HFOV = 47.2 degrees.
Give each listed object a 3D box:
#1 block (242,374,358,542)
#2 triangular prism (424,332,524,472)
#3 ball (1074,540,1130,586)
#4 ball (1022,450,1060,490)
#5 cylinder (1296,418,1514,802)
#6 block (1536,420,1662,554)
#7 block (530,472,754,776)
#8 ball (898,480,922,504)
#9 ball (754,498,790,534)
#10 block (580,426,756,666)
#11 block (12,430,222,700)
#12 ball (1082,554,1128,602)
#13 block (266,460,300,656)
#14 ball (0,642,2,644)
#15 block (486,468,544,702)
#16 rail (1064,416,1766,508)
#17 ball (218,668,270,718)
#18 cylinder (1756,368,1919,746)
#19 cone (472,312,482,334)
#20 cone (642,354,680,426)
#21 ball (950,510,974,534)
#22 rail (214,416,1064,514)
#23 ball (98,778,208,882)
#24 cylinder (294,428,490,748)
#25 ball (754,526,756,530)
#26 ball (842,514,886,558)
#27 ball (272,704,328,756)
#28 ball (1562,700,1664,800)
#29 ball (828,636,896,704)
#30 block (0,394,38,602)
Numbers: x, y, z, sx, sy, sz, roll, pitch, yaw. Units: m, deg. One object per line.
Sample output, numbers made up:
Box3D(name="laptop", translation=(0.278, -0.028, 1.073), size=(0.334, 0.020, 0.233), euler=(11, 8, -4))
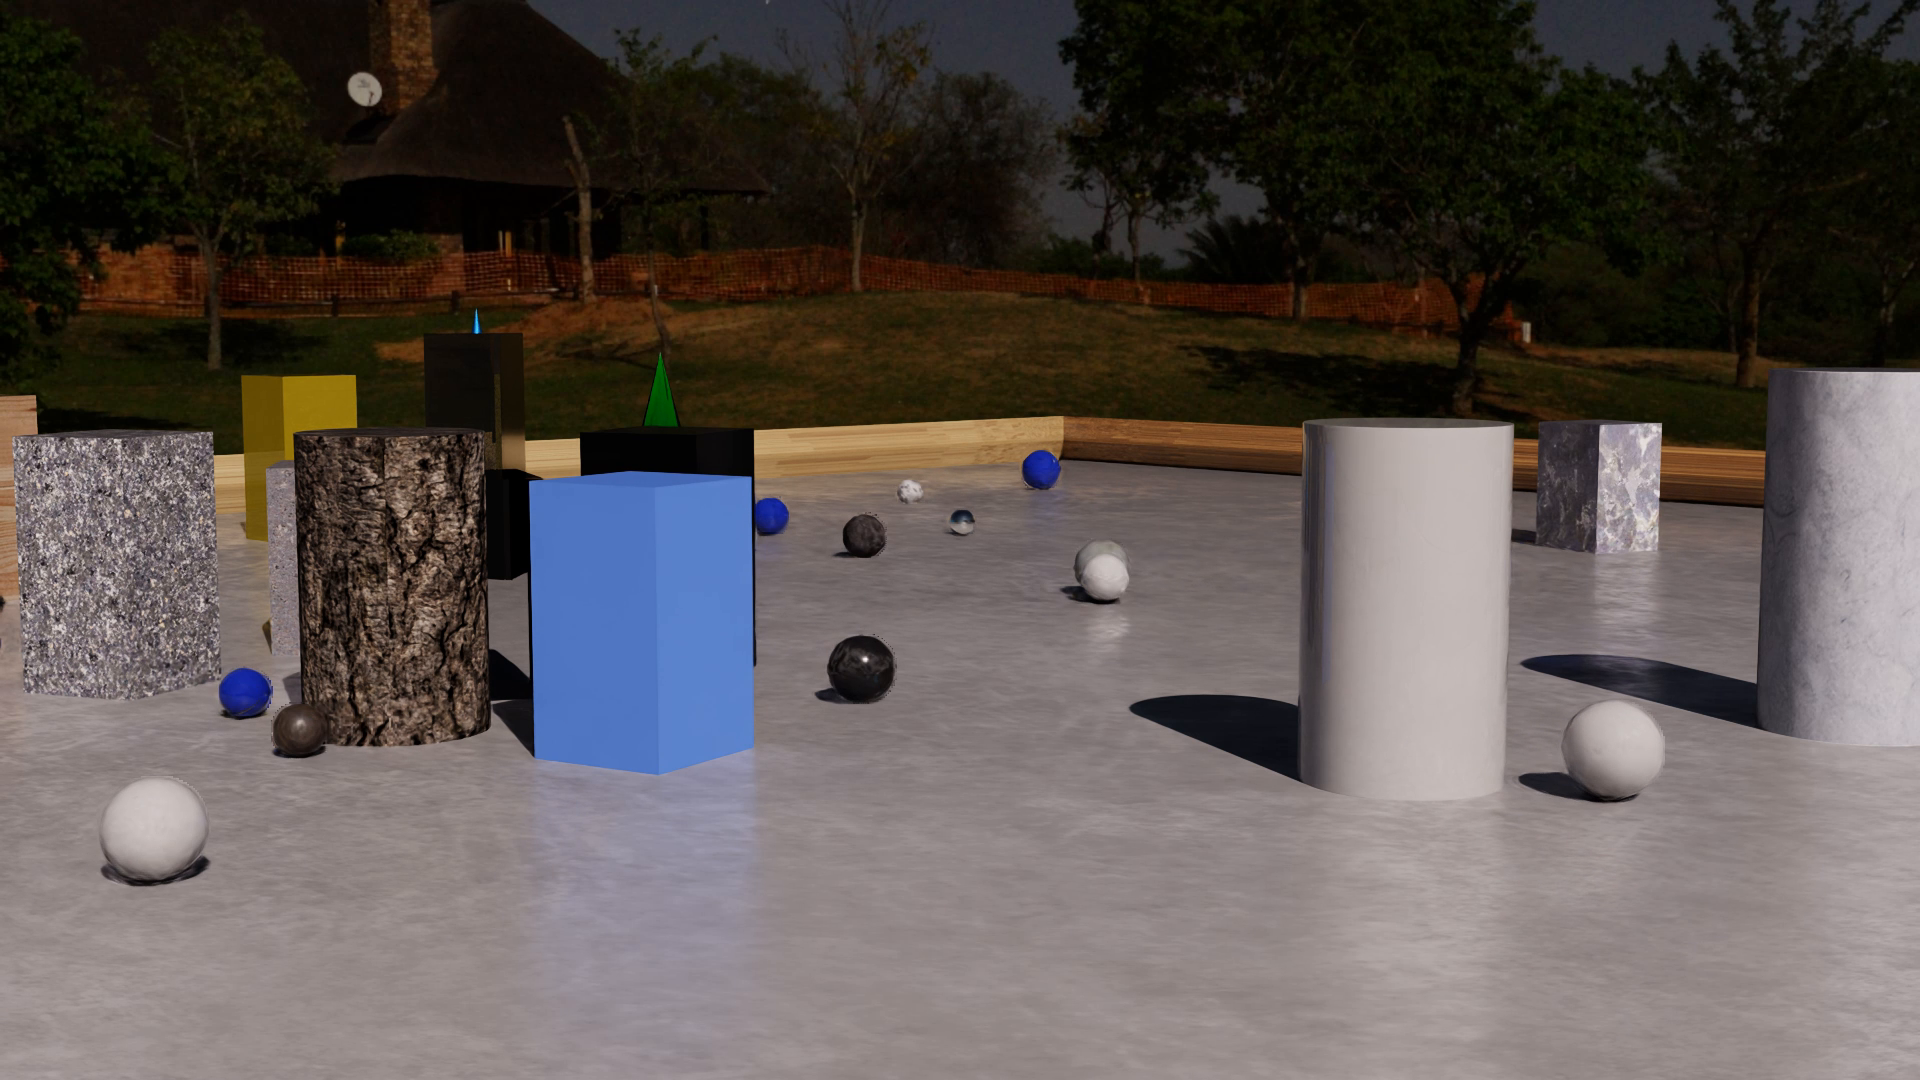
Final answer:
Box3D(name="block", translation=(-1.280, -0.161, 4.270), size=(0.156, 0.318, 0.156), euler=(6, 8, 43))
Box3D(name="triangular prism", translation=(-0.799, -0.151, 3.763), size=(0.168, 0.404, 0.146), euler=(4, 7, 32))
Box3D(name="ball", translation=(0.222, 0.043, 3.432), size=(0.088, 0.088, 0.088), euler=(0, 6, 0))
Box3D(name="ball", translation=(0.201, -0.174, 5.456), size=(0.097, 0.097, 0.097), euler=(0, 6, 0))
Box3D(name="cylinder", translation=(0.419, 0.059, 2.077), size=(0.194, 0.339, 0.194), euler=(0, 6, 0))
Box3D(name="block", translation=(1.193, -0.103, 4.111), size=(0.156, 0.235, 0.156), euler=(-3, 7, -29))
Box3D(name="block", translation=(-0.316, 0.077, 2.201), size=(0.156, 0.277, 0.156), euler=(4, 7, 30))
Box3D(name="ball", translation=(-0.115, -0.110, 5.033), size=(0.058, 0.058, 0.058), euler=(0, 6, 0))
Box3D(name="ball", translation=(-0.376, -0.048, 4.358), size=(0.074, 0.074, 0.074), euler=(0, 6, 0))
Box3D(name="block", translation=(-0.355, 0.014, 2.695), size=(0.156, 0.298, 0.156), euler=(2, 6, 20))
Box3D(name="block", translation=(-0.991, 0.024, 2.594), size=(0.156, 0.299, 0.156), euler=(2, 6, 20))
Box3D(name="ball", translation=(0.221, 0.058, 3.350), size=(0.073, 0.073, 0.073), euler=(0, 6, 0))
Box3D(name="block", translation=(-0.824, 0.020, 2.912), size=(0.156, 0.242, 0.156), euler=(-1, 6, -10))
Box3D(name="ball", translation=(-1.231, 0.130, 2.752), size=(0.056, 0.056, 0.056), euler=(0, 6, 0))
Box3D(name="block", translation=(-0.577, 0.051, 2.561), size=(0.156, 0.253, 0.156), euler=(-2, 6, -22))
Box3D(name="rail", translation=(1.769, -0.137, 4.955), size=(0.045, 0.126, 4.359), euler=(-5, 8, -42))
Box3D(name="ball", translation=(-0.783, 0.167, 2.405), size=(0.054, 0.054, 0.054), euler=(0, 6, 0))
Box3D(name="cylinder", translation=(0.952, 0.011, 2.326), size=(0.194, 0.381, 0.194), euler=(0, 6, 0))
Box3D(name="cone", translation=(-1.027, -0.270, 4.691), size=(0.194, 0.447, 0.194), euler=(0, 6, 0))
Box3D(name="cone", translation=(-0.534, -0.152, 3.939), size=(0.194, 0.369, 0.194), euler=(0, 6, 0))
Box3D(name="ball", translation=(0.004, -0.035, 4.355), size=(0.051, 0.051, 0.051), euler=(0, 6, 0))
Box3D(name="rail", translation=(-1.462, -0.132, 4.908), size=(4.862, 0.126, 0.045), euler=(-5, 8, -42))
Box3D(name="ball", translation=(-0.629, 0.226, 1.717), size=(0.081, 0.081, 0.081), euler=(0, 6, 0))
Box3D(name="cylinder", translation=(-0.599, 0.044, 2.325), size=(0.194, 0.316, 0.194), euler=(0, 6, 0))
Box3D(name="ball", translation=(-0.406, -0.010, 4.018), size=(0.071, 0.071, 0.071), euler=(0, 6, 0))
Box3D(name="ball", translation=(-0.172, -0.007, 3.950), size=(0.078, 0.078, 0.078), euler=(0, 6, 0))
Box3D(name="ball", translation=(-0.660, 0.190, 2.197), size=(0.053, 0.053, 0.053), euler=(0, 6, 0))
Box3D(name="ball", translation=(0.595, 0.191, 2.006), size=(0.090, 0.090, 0.090), euler=(0, 6, 0))
Box3D(name="ball", translation=(-0.112, 0.146, 2.495), size=(0.077, 0.077, 0.077), euler=(0, 6, 0))
Box3D(name="block", translation=(-1.531, -0.064, 3.377), size=(0.156, 0.313, 0.156), euler=(3, 7, 29))
